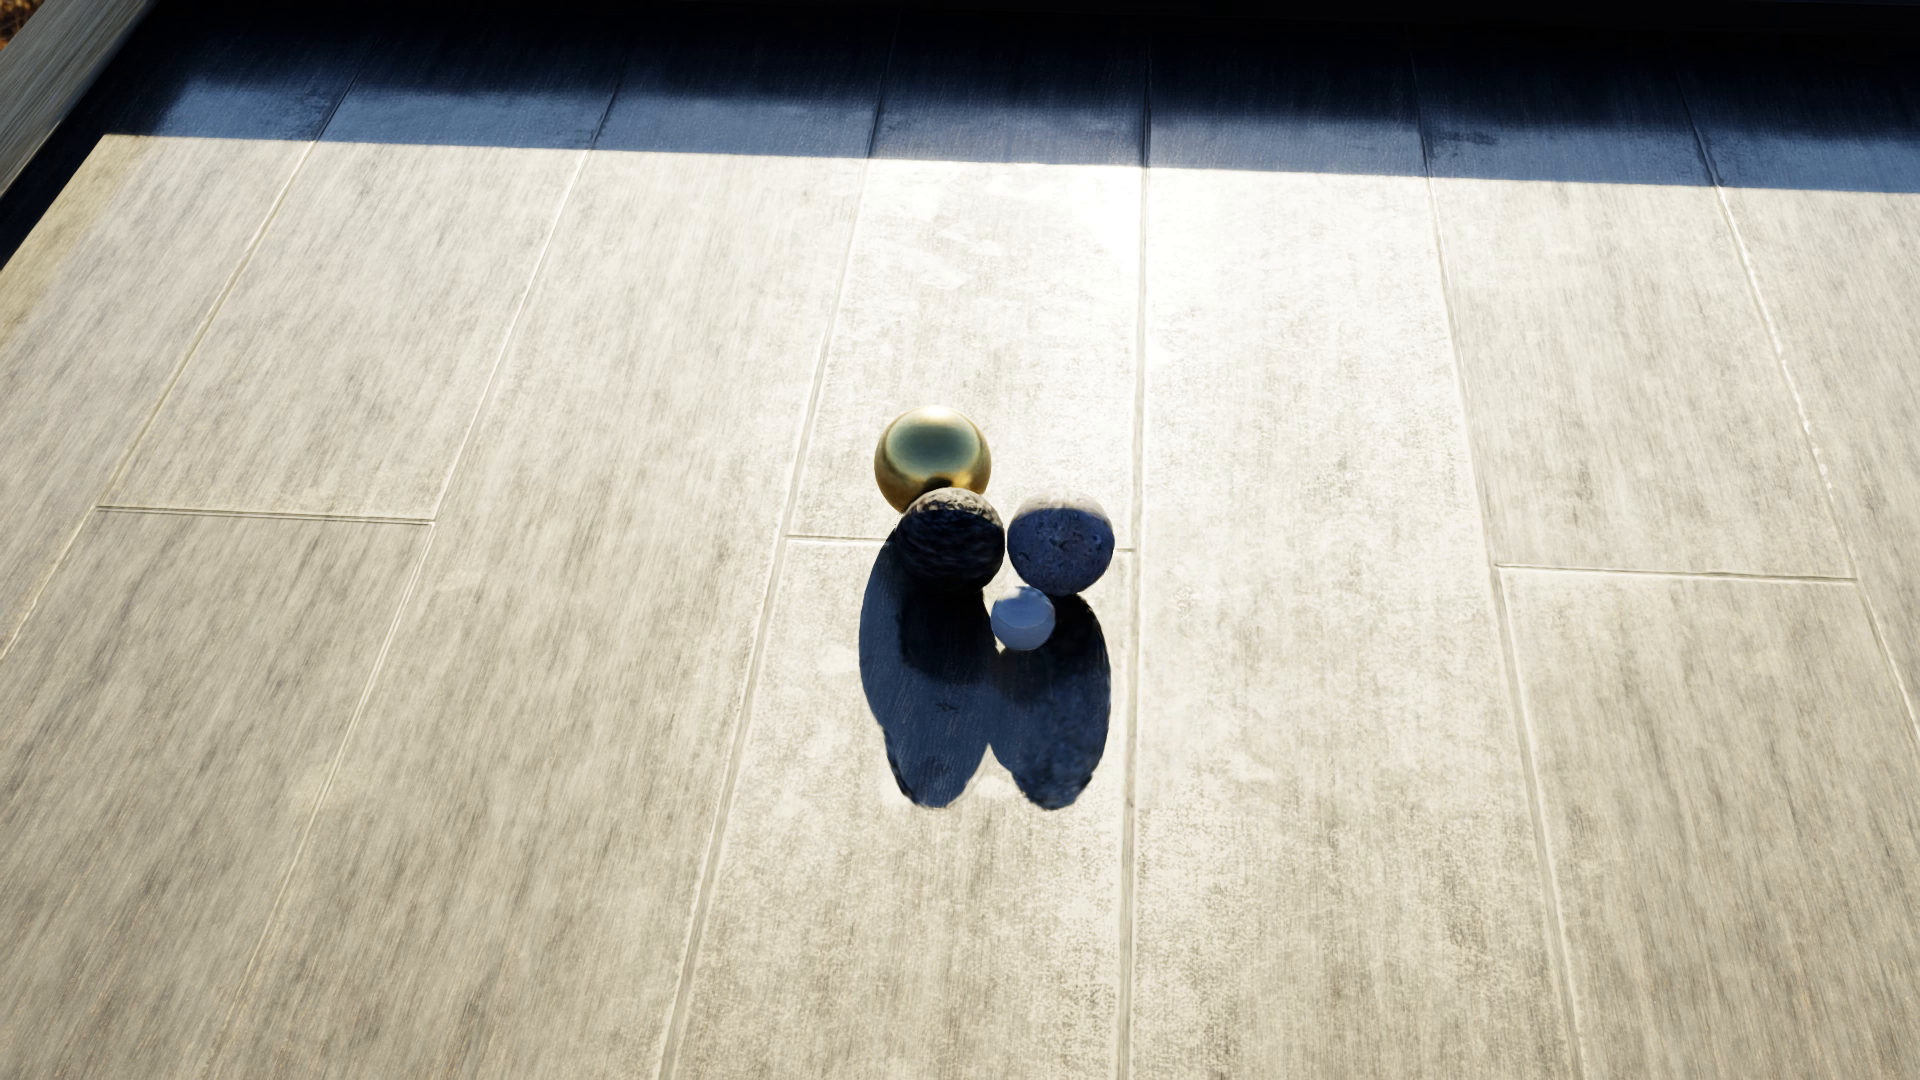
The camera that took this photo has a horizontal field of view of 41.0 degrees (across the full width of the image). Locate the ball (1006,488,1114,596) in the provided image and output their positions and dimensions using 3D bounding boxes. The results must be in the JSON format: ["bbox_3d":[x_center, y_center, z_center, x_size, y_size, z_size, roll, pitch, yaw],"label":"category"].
[{"bbox_3d":[0.068,0.001,1.748,0.074,0.074,0.074,0,36,0],"label":"ball"}]

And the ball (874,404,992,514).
[{"bbox_3d":[-0.019,-0.054,1.820,0.084,0.084,0.084,0,36,0],"label":"ball"}]

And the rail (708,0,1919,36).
[{"bbox_3d":[0.937,-0.523,2.455,3.494,0.109,0.045,2,36,3],"label":"rail"}]

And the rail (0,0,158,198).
[{"bbox_3d":[-0.848,-0.053,1.795,0.045,0.109,1.916,2,36,3],"label":"rail"}]

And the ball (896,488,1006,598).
[{"bbox_3d":[-0.006,0.002,1.749,0.076,0.076,0.076,0,36,0],"label":"ball"}]

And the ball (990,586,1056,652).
[{"bbox_3d":[0.042,0.052,1.706,0.044,0.044,0.044,0,36,0],"label":"ball"}]
